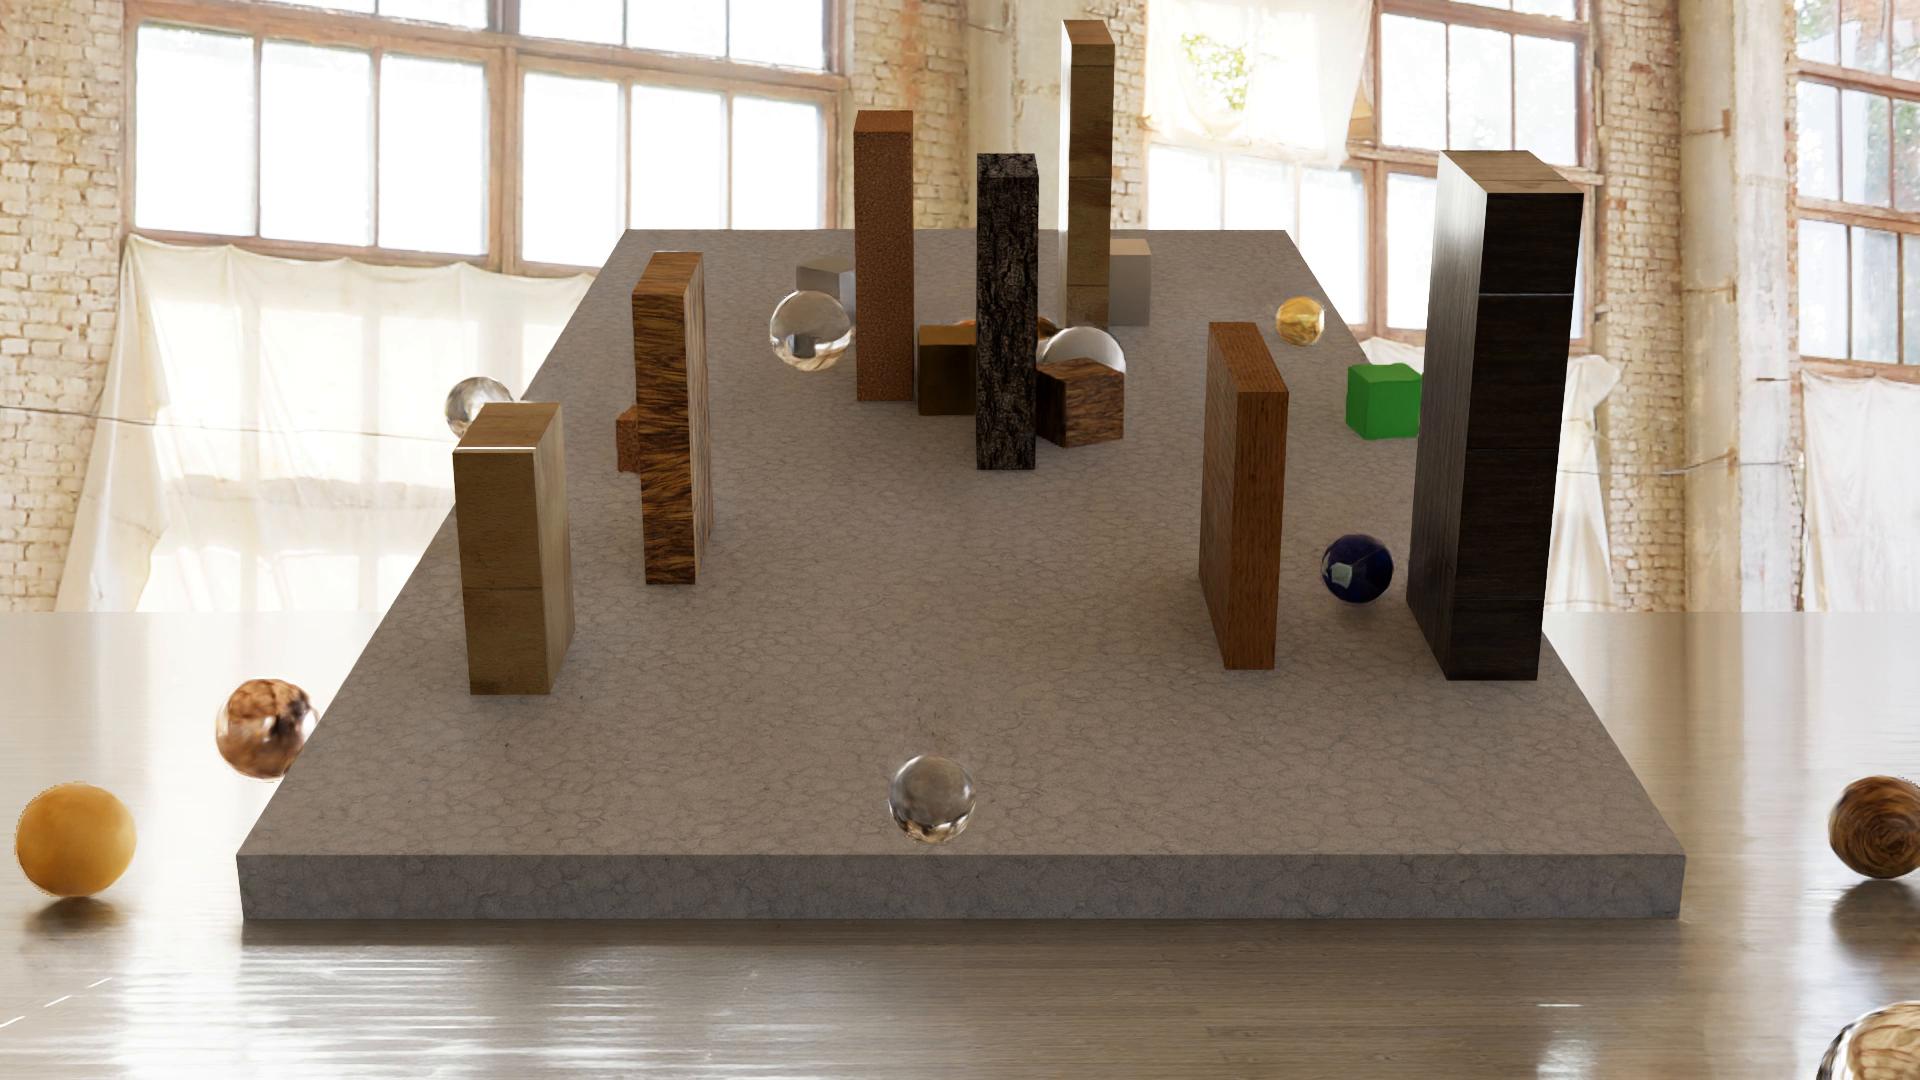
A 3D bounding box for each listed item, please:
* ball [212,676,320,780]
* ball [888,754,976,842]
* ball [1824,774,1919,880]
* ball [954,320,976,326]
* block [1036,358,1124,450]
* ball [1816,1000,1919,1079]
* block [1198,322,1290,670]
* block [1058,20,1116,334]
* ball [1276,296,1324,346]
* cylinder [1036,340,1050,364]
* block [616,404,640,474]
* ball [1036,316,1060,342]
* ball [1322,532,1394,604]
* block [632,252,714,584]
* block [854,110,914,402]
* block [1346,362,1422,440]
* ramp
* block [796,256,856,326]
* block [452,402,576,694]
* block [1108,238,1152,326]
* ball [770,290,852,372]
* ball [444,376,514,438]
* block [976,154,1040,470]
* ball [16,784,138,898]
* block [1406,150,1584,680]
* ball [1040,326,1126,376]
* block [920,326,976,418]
[{"bbox_3d":[-1.309,0.355,4.288,0.197,0.197,0.197,0,-2,0],"label":"ball"},{"bbox_3d":[-0.039,0.359,3.151,0.122,0.122,0.122,0,-2,0],"label":"ball"},{"bbox_3d":[1.469,0.457,3.622,0.166,0.166,0.166,0,-2,0],"label":"ball"},{"bbox_3d":[0.030,-0.434,5.257,0.153,0.153,0.153,0,-2,0],"label":"ball"},{"bbox_3d":[0.252,-0.297,4.905,0.148,0.148,0.148,-11,23,-28],"label":"block"},{"bbox_3d":[0.697,0.409,1.640,0.150,0.150,0.150,0,-2,0],"label":"ball"},{"bbox_3d":[0.476,-0.084,3.850,0.080,0.475,0.432,0,20,0],"label":"block"},{"bbox_3d":[0.294,-0.805,5.368,0.097,0.784,0.425,0,20,0],"label":"block"},{"bbox_3d":[0.842,-0.543,5.618,0.120,0.120,0.120,0,-2,0],"label":"ball"},{"bbox_3d":[0.179,-0.393,5.204,0.122,0.122,0.122,-14,7,-34],"label":"cylinder"},{"bbox_3d":[-0.638,-0.208,4.708,0.114,0.114,0.114,5,21,12],"label":"block"},{"bbox_3d":[0.173,-0.458,5.348,0.145,0.145,0.145,0,-2,0],"label":"ball"},{"bbox_3d":[0.692,0.049,3.950,0.124,0.124,0.124,0,-2,0],"label":"ball"},{"bbox_3d":[-0.522,-0.228,4.151,0.089,0.535,0.331,0,20,0],"label":"block"},{"bbox_3d":[-0.171,-0.653,5.199,0.126,0.614,0.282,0,20,0],"label":"block"},{"bbox_3d":[0.928,-0.303,4.949,0.131,0.131,0.131,-4,20,-10],"label":"block"},{"bbox_3d":[-0.005,-0.208,5.021,2.000,0.100,4.000,0,20,0],"label":"ramp"},{"bbox_3d":[-0.320,-0.639,5.843,0.143,0.143,0.143,14,25,34],"label":"block"},{"bbox_3d":[-0.720,0.010,3.687,0.125,0.407,0.273,0,20,0],"label":"block"},{"bbox_3d":[0.391,-0.666,5.857,0.186,0.186,0.186,0,20,0],"label":"block"},{"bbox_3d":[-0.355,-0.494,5.372,0.194,0.194,0.194,0,-2,0],"label":"ball"},{"bbox_3d":[-1.027,-0.277,4.850,0.149,0.149,0.149,0,-2,0],"label":"ball"},{"bbox_3d":[0.096,-0.477,4.722,0.121,0.611,0.257,0,20,0],"label":"block"},{"bbox_3d":[-1.321,0.449,3.394,0.170,0.170,0.170,0,-2,0],"label":"ball"},{"bbox_3d":[0.865,-0.208,3.717,0.146,0.800,0.354,0,20,0],"label":"block"},{"bbox_3d":[0.276,-0.384,5.082,0.190,0.190,0.190,0,-2,0],"label":"ball"},{"bbox_3d":[-0.008,-0.381,5.105,0.167,0.167,0.167,0,20,-1],"label":"block"}]
